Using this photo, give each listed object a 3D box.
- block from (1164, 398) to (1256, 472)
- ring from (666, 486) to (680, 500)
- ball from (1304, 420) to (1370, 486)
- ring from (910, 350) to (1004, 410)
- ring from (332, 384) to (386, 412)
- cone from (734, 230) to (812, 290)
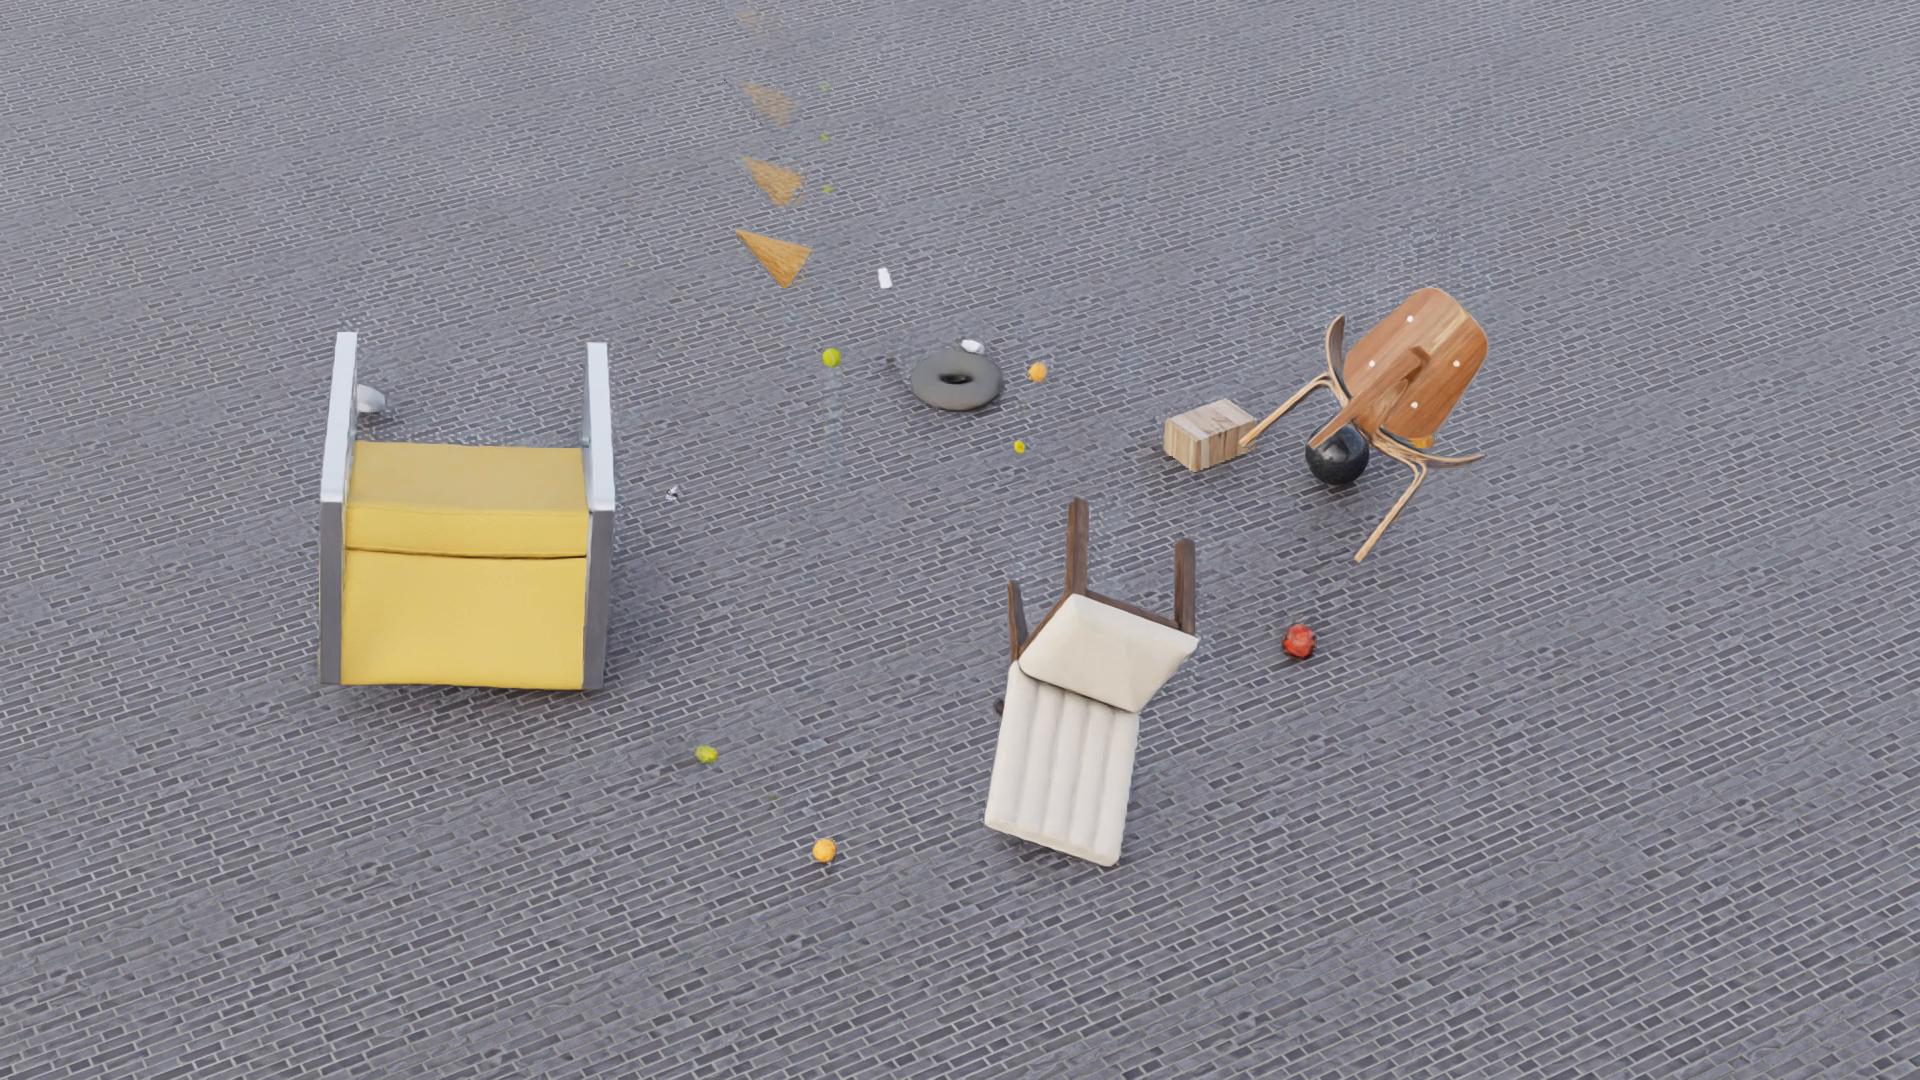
[{"bbox_3d":[0.975,-0.410,11.438,0.298,0.141,0.195,-20,38,-28],"label":"block"},{"bbox_3d":[-1.095,-0.179,11.170,0.049,0.055,0.039,35,31,20],"label":"ring"},{"bbox_3d":[1.444,-0.332,11.224,0.248,0.248,0.248,0,33,0],"label":"ball"},{"bbox_3d":[-0.012,-0.645,11.820,0.381,0.097,0.343,14,43,21],"label":"ring"},{"bbox_3d":[-2.387,-0.562,11.638,0.217,0.066,0.217,22,-21,-35],"label":"ring"},{"bbox_3d":[-0.781,-1.169,11.772,0.308,0.214,0.142,31,32,-10],"label":"cone"}]
